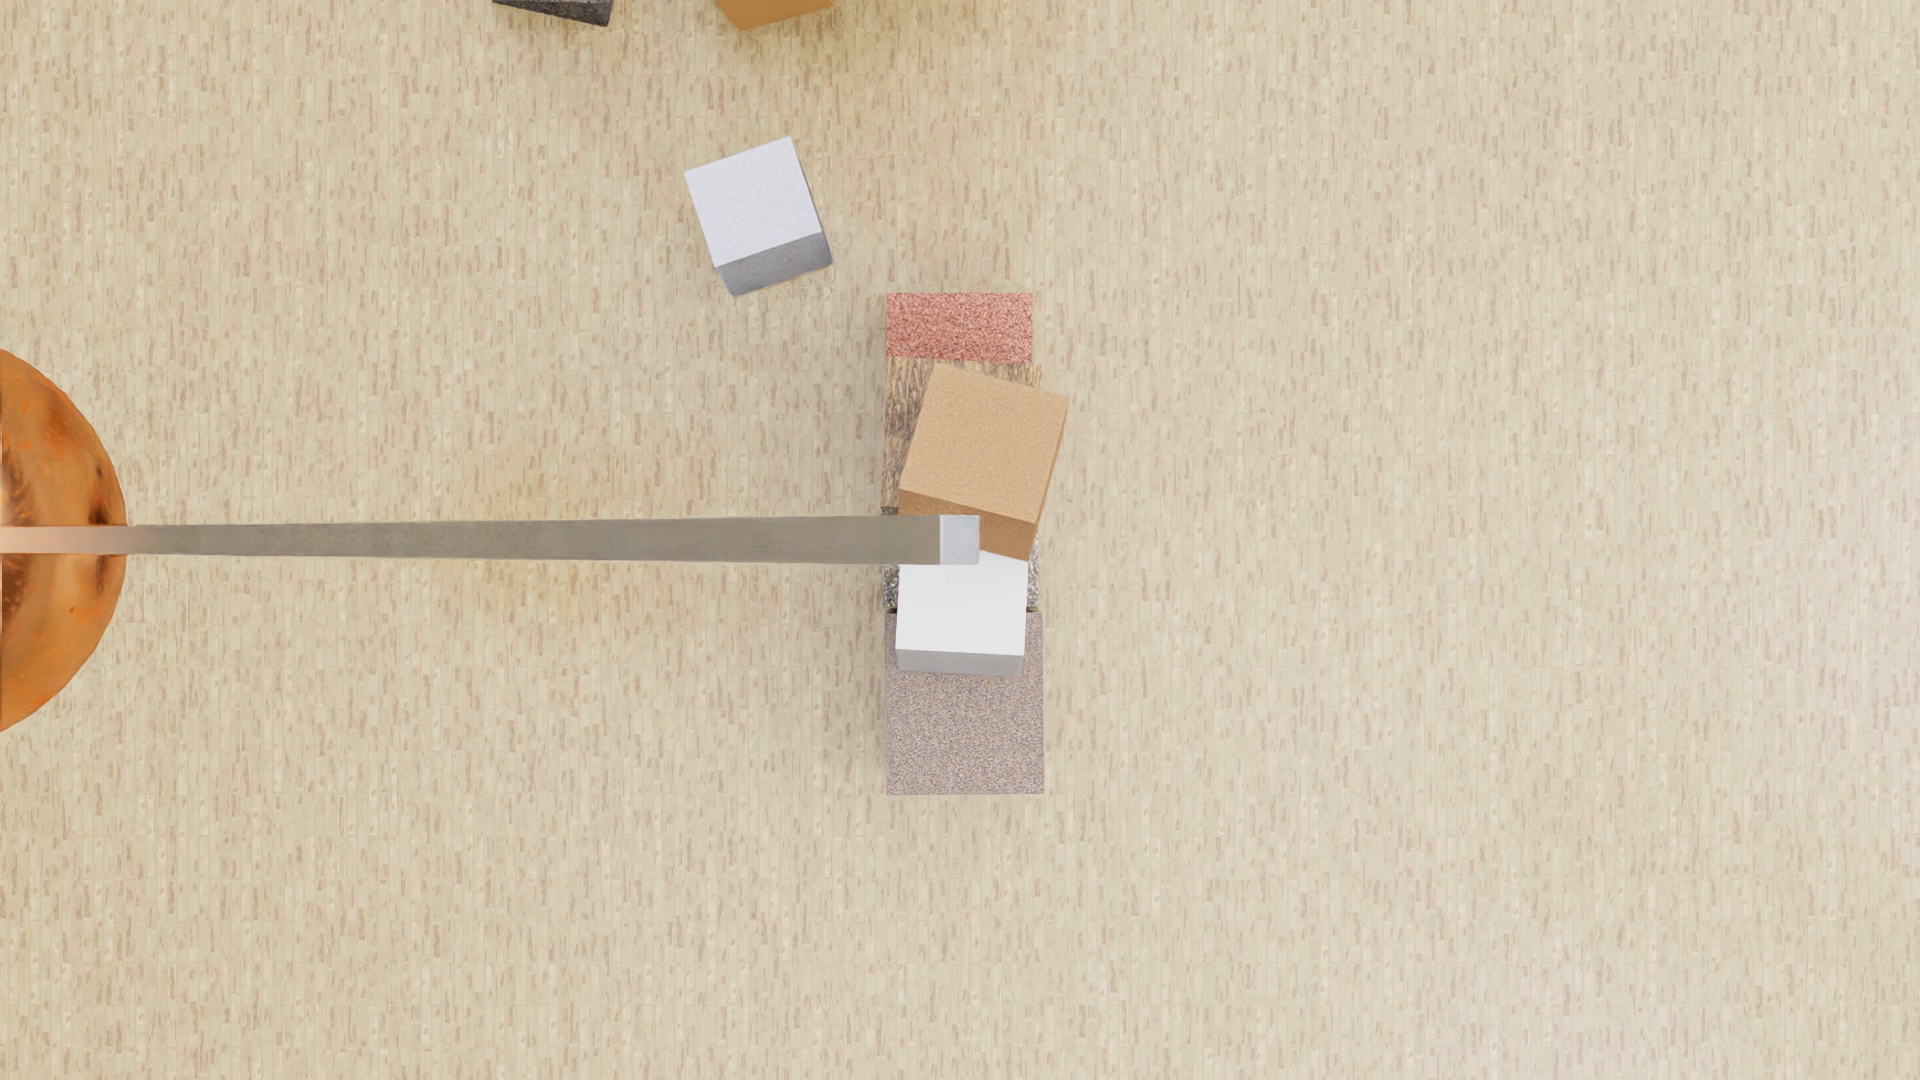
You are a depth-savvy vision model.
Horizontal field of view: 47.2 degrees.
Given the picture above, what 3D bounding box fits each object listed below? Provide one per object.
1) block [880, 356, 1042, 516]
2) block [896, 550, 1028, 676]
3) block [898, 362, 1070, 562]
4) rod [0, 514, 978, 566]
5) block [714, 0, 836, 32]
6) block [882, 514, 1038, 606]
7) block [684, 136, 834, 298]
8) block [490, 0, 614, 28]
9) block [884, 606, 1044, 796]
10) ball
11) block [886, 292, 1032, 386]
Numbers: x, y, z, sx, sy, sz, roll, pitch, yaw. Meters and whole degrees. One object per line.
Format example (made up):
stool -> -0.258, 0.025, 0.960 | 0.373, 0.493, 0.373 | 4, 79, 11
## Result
block -> 0.006, -0.527, 11.841 | 0.806, 0.649, 0.792 | 3, 86, 0
block -> 0.019, 0.273, 11.646 | 0.656, 0.743, 0.766 | 3, 78, 1
block -> 0.112, -0.386, 11.116 | 0.693, 0.587, 0.695 | 15, 71, 3
rod -> -1.692, 0.000, 5.483 | 0.080, 5.200, 0.080 | 0, 90, -41
block -> -1.069, -3.493, 12.336 | 0.719, 0.803, 0.804 | -4, 53, 38
block -> 0.002, -0.051, 12.582 | 0.862, 0.836, 0.839 | 0, 90, 0
block -> -1.145, -1.844, 12.633 | 0.631, 0.645, 0.585 | -19, 80, 0
block -> -2.343, -3.473, 12.648 | 0.703, 0.703, 0.755 | 12, 90, 0
block -> 0.023, 0.895, 12.500 | 0.862, 1.001, 0.991 | -1, 90, 0
ball -> -3.904, 0.000, 8.064 | 1.600, 1.600, 1.600 | 0, 90, 0
block -> -0.002, -0.925, 12.595 | 0.808, 0.809, 0.890 | 0, 90, 0
